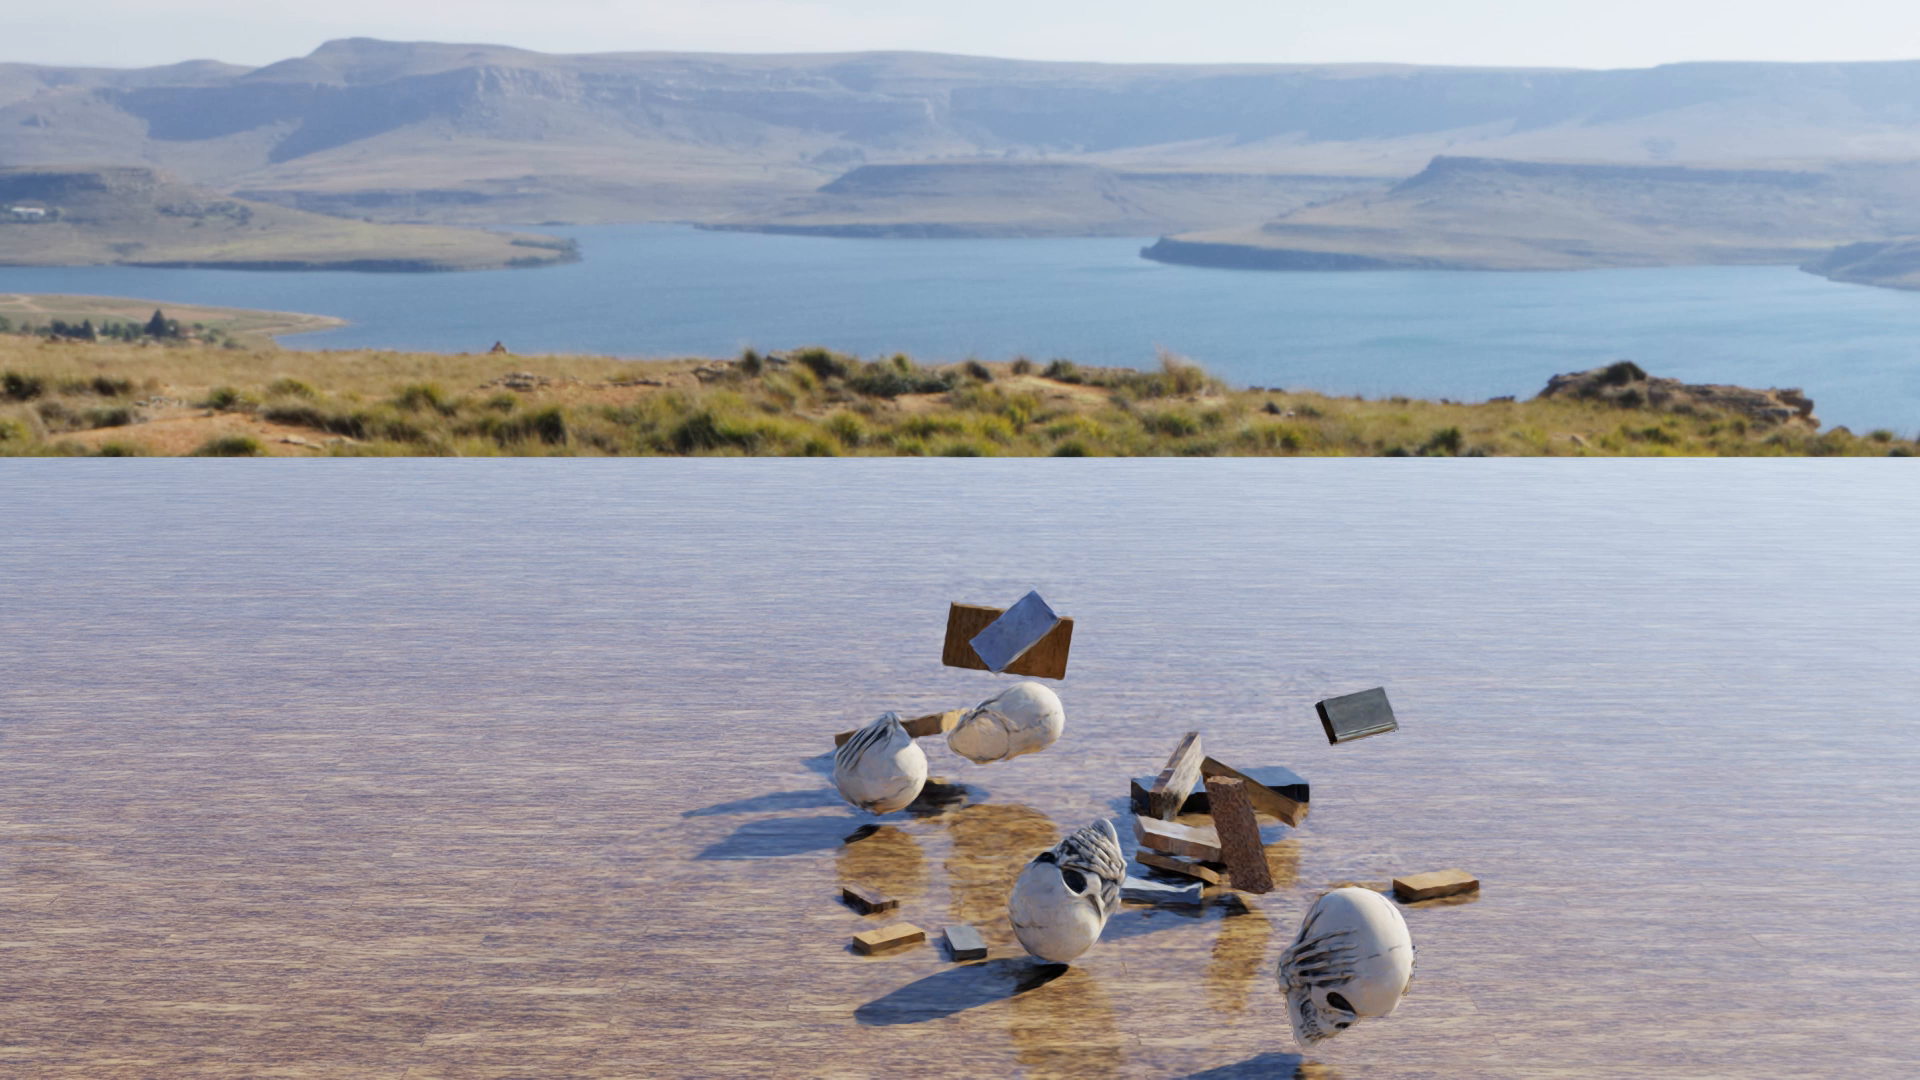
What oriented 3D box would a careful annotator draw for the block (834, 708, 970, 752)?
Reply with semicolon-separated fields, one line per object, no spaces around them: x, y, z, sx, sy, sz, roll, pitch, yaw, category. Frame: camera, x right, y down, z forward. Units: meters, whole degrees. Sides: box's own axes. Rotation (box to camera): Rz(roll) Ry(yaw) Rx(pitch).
-0.117;0.385;4.457;0.247;0.035;0.123;-13;-3;29;block

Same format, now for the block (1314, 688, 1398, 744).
0.740;0.328;4.101;0.160;0.080;0.023;-8;-20;-35;block

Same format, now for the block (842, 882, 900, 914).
-0.147;0.590;3.631;0.050;0.014;0.101;-7;12;-32;block

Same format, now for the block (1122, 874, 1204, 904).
0.338;0.582;3.664;0.128;0.018;0.064;2;11;13;block

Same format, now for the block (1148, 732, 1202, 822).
0.398;0.443;4.037;0.023;0.080;0.261;0;20;23;block

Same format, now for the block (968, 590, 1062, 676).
0.104;0.175;4.164;0.160;0.080;0.023;-39;-23;-1;block

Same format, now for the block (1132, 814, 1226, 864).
0.401;0.524;3.822;0.189;0.027;0.094;14;9;-7;block

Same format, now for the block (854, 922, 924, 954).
-0.111;0.624;3.449;0.101;0.014;0.050;-7;13;-35;block

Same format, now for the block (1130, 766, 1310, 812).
0.495;0.476;4.189;0.316;0.035;0.123;-3;11;-15;block

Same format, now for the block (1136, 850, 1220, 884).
0.368;0.555;3.726;0.128;0.018;0.064;9;-14;36;block

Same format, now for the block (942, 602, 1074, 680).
0.095;0.203;4.402;0.247;0.123;0.035;8;9;-11;block

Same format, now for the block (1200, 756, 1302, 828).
0.527;0.456;3.975;0.189;0.027;0.095;27;-12;20;block

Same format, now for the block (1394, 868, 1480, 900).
0.799;0.577;3.688;0.128;0.018;0.064;-5;11;-23;block

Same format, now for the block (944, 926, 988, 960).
0.008;0.627;3.430;0.050;0.014;0.101;-2;11;-11;block

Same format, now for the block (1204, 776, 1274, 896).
0.460;0.487;3.631;0.027;0.189;0.094;-18;6;-22;block
